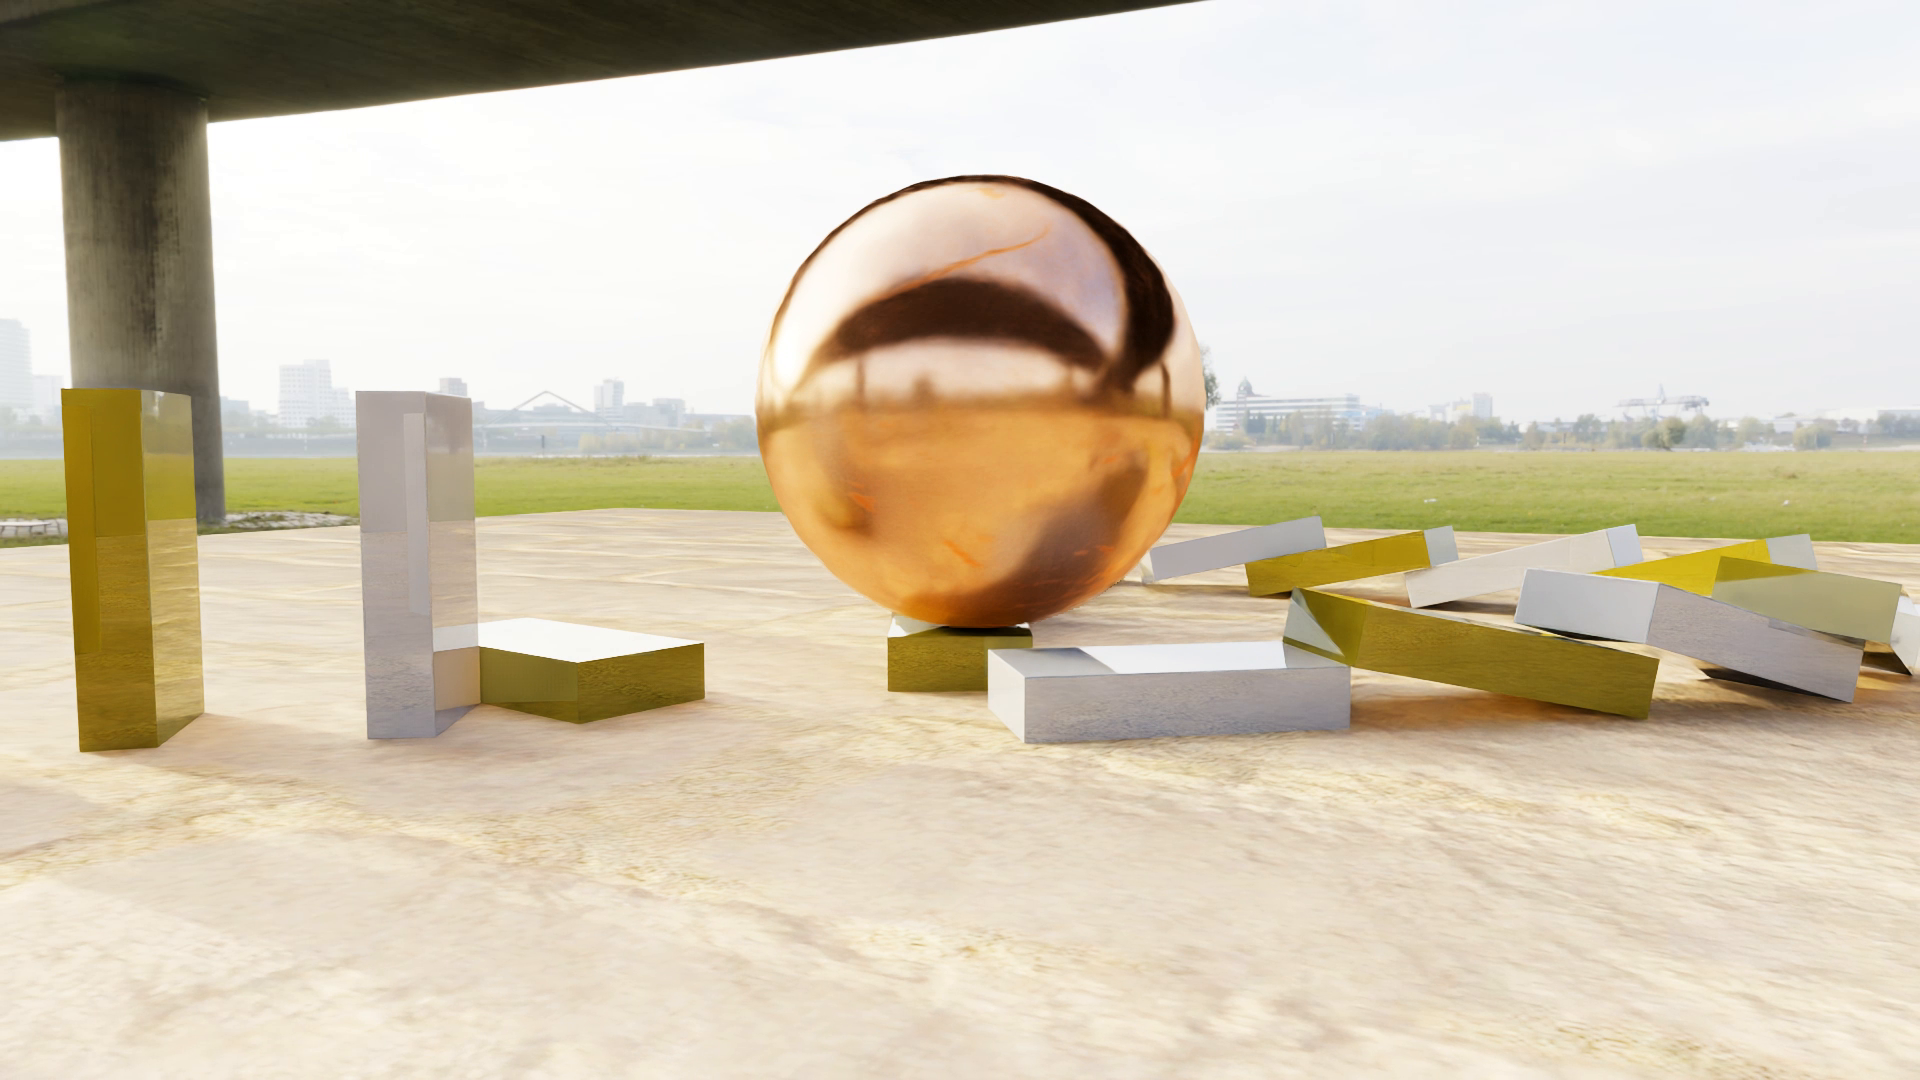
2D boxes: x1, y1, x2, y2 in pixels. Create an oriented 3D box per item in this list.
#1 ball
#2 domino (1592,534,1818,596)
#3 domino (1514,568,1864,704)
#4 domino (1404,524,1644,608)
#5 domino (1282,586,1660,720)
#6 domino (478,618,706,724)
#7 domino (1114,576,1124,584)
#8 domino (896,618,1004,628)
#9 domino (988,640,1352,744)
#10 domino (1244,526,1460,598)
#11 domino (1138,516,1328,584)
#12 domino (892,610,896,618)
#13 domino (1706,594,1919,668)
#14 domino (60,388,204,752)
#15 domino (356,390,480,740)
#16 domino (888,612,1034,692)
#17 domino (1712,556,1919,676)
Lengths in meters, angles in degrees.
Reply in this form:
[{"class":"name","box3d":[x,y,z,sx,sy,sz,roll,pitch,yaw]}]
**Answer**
[{"class":"ball","box3d":[0.004,-0.024,0.230,0.080,0.080,0.080,0,4,0]},{"class":"domino","box3d":[0.164,0.009,0.295,0.025,0.010,0.050,-3,-10,-39]},{"class":"domino","box3d":[0.120,0.016,0.212,0.050,0.010,0.025,14,-2,-23]},{"class":"domino","box3d":[0.142,0.007,0.325,0.050,0.010,0.025,-17,-8,41]},{"class":"domino","box3d":[0.081,0.018,0.206,0.050,0.009,0.025,10,2,-11]},{"class":"domino","box3d":[-0.070,0.021,0.220,0.050,0.010,0.025,3,5,37]},{"class":"domino","box3d":[0.030,0.009,0.383,0.025,0.010,0.050,2,5,23]},{"class":"domino","box3d":[-0.003,0.006,0.318,0.025,0.009,0.050,0,23,-3]},{"class":"domino","box3d":[0.031,0.023,0.199,0.050,0.010,0.025,-1,4,-11]},{"class":"domino","box3d":[0.107,0.006,0.352,0.050,0.010,0.025,-13,-4,37]},{"class":"domino","box3d":[0.079,0.003,0.377,0.050,0.010,0.025,-11,-4,-1]},{"class":"domino","box3d":[0.000,0.004,0.300,0.025,0.010,0.050,3,23,5]},{"class":"domino","box3d":[0.182,0.018,0.264,0.025,0.010,0.050,-3,5,-38]},{"class":"domino","box3d":[-0.121,0.003,0.189,0.010,0.050,0.025,-1,4,-17]},{"class":"domino","box3d":[-0.082,0.003,0.196,0.009,0.050,0.025,0,4,-6]},{"class":"domino","box3d":[0.000,0.019,0.245,0.025,0.009,0.050,0,4,0]},{"class":"domino","box3d":[0.151,0.014,0.225,0.025,0.010,0.050,13,-2,41]}]
